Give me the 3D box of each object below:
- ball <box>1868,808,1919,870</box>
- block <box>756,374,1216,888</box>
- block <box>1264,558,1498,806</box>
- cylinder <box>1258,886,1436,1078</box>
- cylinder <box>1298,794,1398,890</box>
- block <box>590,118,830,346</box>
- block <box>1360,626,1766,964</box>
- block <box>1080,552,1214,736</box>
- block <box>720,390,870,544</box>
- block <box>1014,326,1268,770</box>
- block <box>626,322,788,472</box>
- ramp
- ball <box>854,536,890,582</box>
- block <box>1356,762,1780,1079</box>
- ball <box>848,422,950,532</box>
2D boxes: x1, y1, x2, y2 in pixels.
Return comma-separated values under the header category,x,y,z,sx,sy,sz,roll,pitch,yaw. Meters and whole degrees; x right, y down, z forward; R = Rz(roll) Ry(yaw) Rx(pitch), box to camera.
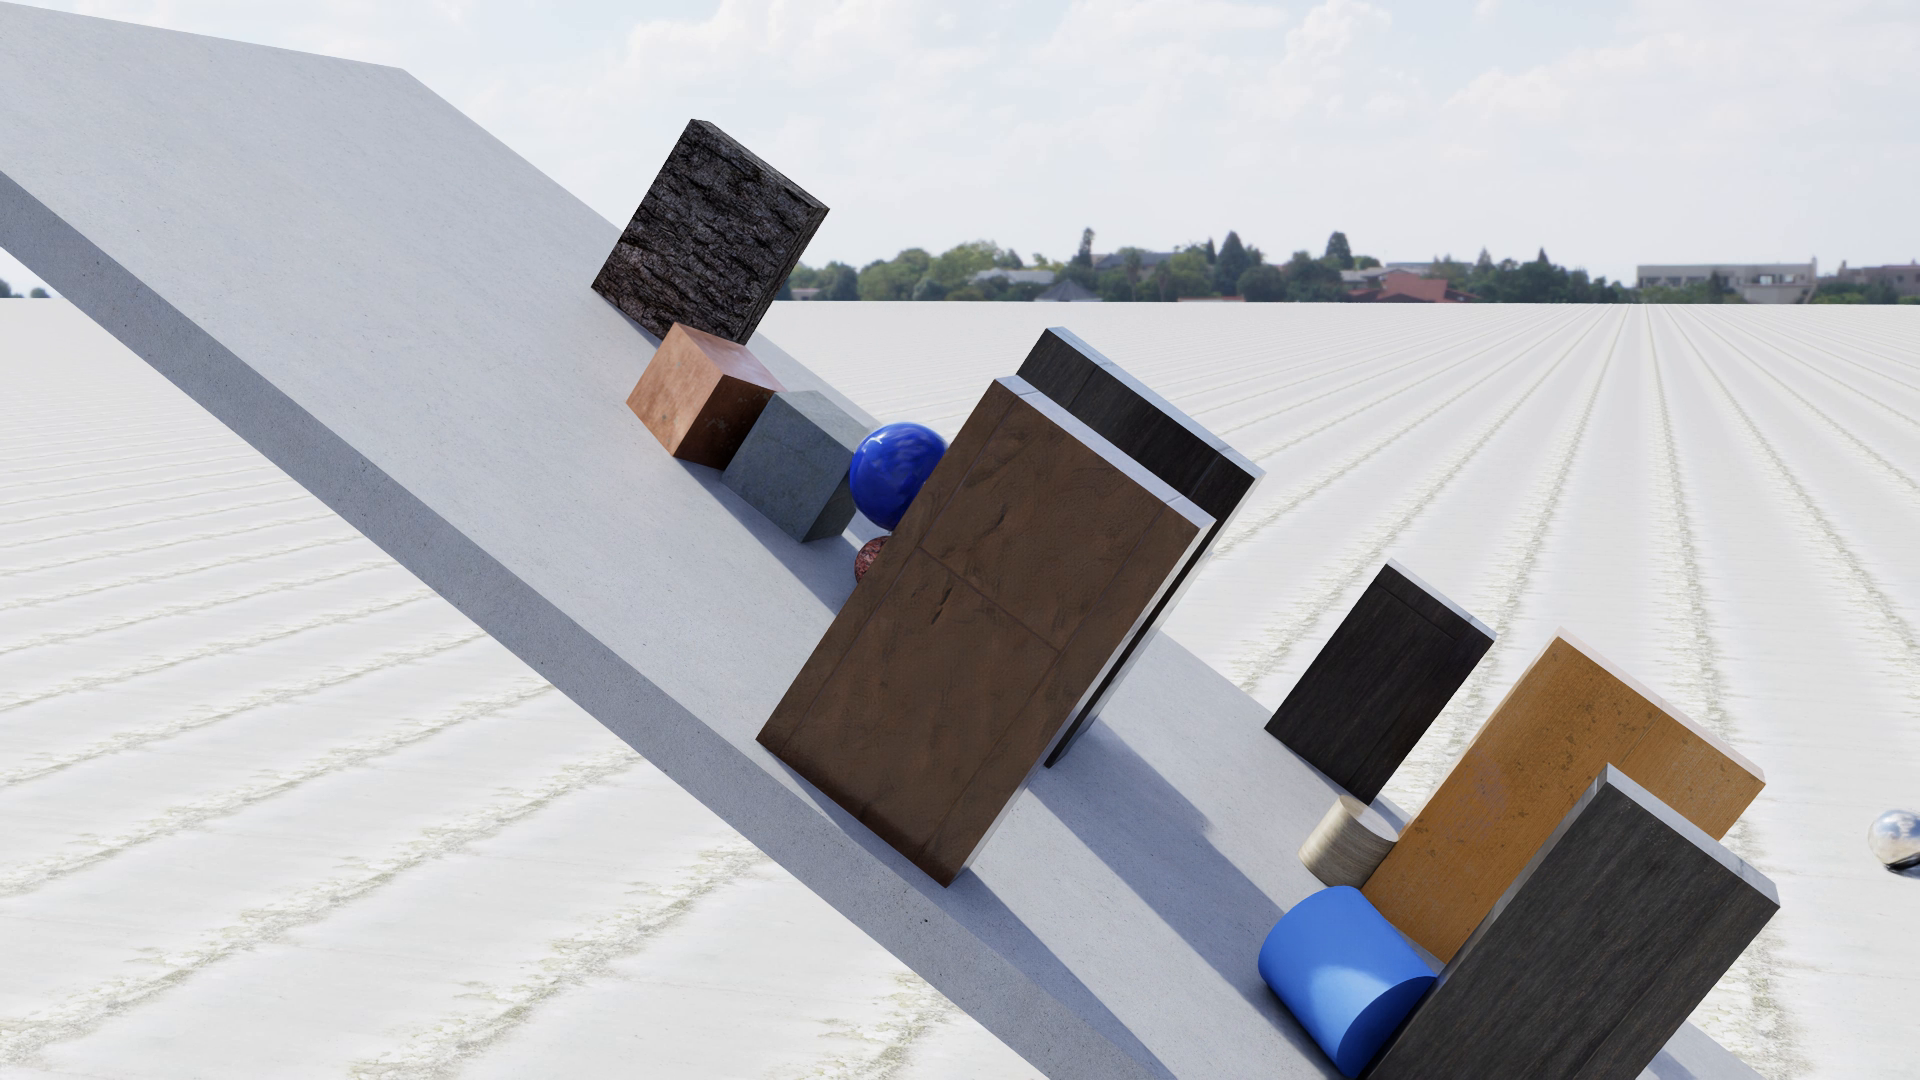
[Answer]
category,x,y,z,sx,sy,sz,roll,pitch,yaw
ball,2.934,0.933,6.862,0.186,0.186,0.186,0,7,0
block,0.030,0.130,3.117,0.350,0.636,0.116,37,15,10
block,0.903,0.304,4.732,0.277,0.450,0.104,37,15,10
cylinder,0.609,0.686,3.422,0.208,0.208,0.208,-4,35,-32
cylinder,0.732,0.577,4.151,0.135,0.135,0.135,31,15,-10
block,-0.529,-0.616,4.645,0.329,0.423,0.099,37,15,10
block,1.107,0.546,4.084,0.443,0.624,0.124,37,15,10
block,0.159,0.061,4.022,0.445,0.410,0.091,37,15,10
block,-0.284,-0.140,4.126,0.199,0.199,0.199,37,16,13
block,0.166,0.012,3.788,0.433,0.618,0.117,37,15,10
block,-0.472,-0.264,4.142,0.185,0.185,0.185,16,24,-49
ramp,-0.104,0.181,4.088,4.000,0.100,2.000,37,15,10
ball,-0.132,0.052,4.001,0.121,0.121,0.121,0,7,0
block,0.873,0.669,3.216,0.287,0.631,0.125,37,15,10
ball,-0.099,-0.112,3.953,0.201,0.201,0.201,0,7,0
